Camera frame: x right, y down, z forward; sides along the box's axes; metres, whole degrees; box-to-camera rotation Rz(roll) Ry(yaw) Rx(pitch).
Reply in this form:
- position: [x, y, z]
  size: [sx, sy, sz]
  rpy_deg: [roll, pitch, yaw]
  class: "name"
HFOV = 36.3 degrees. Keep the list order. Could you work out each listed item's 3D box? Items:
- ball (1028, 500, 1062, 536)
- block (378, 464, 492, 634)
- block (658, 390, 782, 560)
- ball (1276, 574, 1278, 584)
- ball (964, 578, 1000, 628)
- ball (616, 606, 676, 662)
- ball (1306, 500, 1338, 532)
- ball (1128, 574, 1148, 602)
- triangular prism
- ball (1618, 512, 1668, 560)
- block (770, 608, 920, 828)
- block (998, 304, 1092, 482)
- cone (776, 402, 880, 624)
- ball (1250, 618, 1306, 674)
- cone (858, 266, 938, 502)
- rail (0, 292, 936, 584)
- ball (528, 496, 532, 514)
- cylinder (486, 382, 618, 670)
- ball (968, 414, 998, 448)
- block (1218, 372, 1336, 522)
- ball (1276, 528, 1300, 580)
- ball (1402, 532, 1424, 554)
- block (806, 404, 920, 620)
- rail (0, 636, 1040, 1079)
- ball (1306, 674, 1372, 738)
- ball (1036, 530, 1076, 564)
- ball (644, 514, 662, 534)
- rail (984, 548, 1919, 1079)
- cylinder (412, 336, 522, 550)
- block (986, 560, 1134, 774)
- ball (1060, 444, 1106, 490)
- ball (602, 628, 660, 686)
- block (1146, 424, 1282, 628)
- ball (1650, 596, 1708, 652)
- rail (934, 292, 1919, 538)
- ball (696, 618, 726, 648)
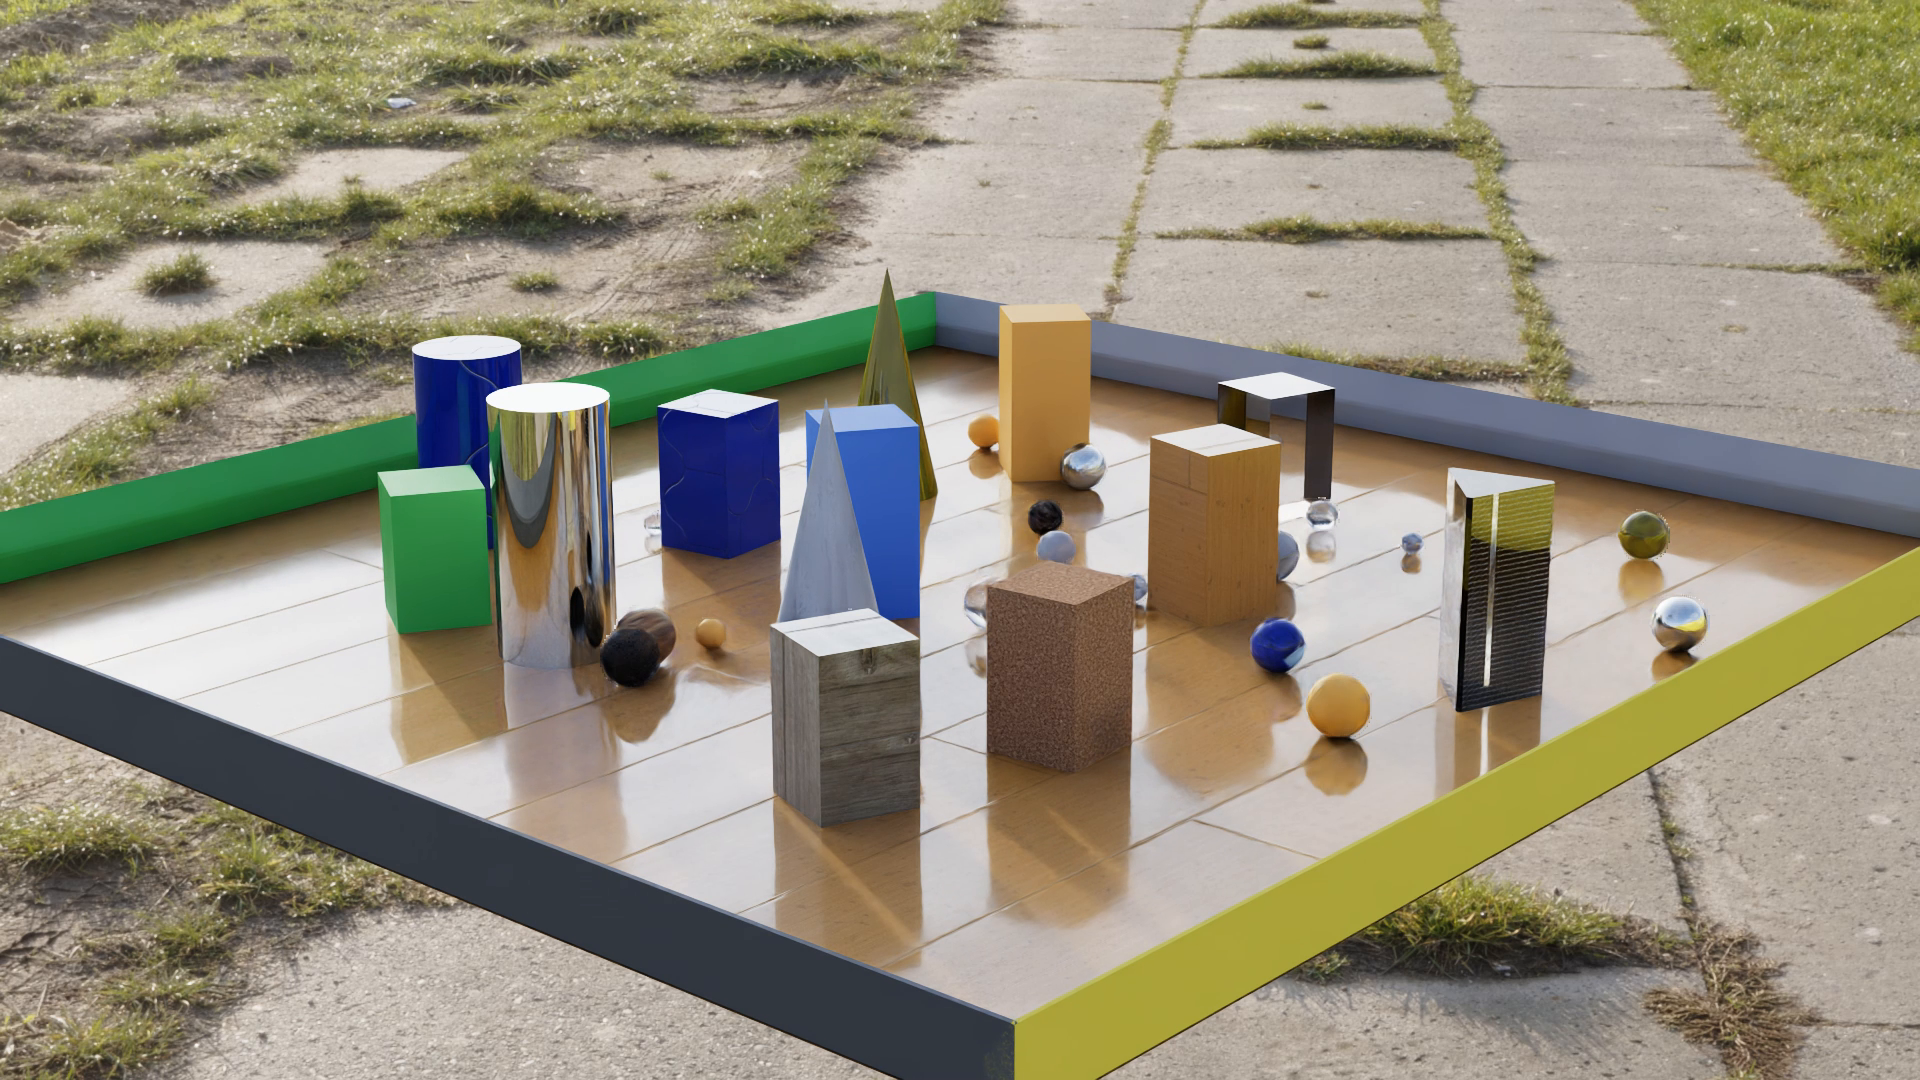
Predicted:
- position: [0.158, -0.042, 5.477]
  size: [0.066, 0.066, 0.066]
  rpy_deg: [0, 17, 0]
  class: "ball"
- position: [-0.894, 0.014, 4.989]
  size: [0.158, 0.240, 0.158]
  rpy_deg: [-5, 18, -18]
  class: "block"
- position: [-0.442, -0.123, 5.401]
  size: [0.158, 0.265, 0.158]
  rpy_deg: [11, 20, 32]
  class: "block"
- position: [0.522, 0.067, 5.118]
  size: [0.064, 0.064, 0.064]
  rpy_deg: [0, 17, 0]
  class: "ball"
- position: [0.050, 0.107, 4.945]
  size: [0.088, 0.088, 0.088]
  rpy_deg: [0, 17, 0]
  class: "ball"
- position: [-0.510, 0.156, 4.763]
  size: [0.098, 0.098, 0.098]
  rpy_deg: [0, 17, 0]
  class: "ball"
- position: [0.679, -0.046, 5.502]
  size: [0.059, 0.059, 0.059]
  rpy_deg: [0, 17, 0]
  class: "ball"
- position: [0.302, 0.082, 5.085]
  size: [0.048, 0.048, 0.048]
  rpy_deg: [0, 17, 0]
  class: "ball"
- position: [0.811, 0.071, 4.615]
  size: [0.171, 0.347, 0.148]
  rpy_deg: [-10, 19, -29]
  class: "triangular prism"
- position: [1.242, -0.008, 5.328]
  size: [0.088, 0.088, 0.088]
  rpy_deg: [0, 17, 0]
  class: "ball"
- position: [-0.164, 0.251, 4.178]
  size: [0.158, 0.254, 0.158]
  rpy_deg: [-9, 19, -27]
  class: "block"
- position: [0.168, -0.296, 5.873]
  size: [0.158, 0.324, 0.158]
  rpy_deg: [-2, 17, -8]
  class: "block"
- position: [-0.215, -0.020, 4.763]
  size: [0.197, 0.435, 0.197]
  rpy_deg: [0, 17, 0]
  class: "cone"
- position: [0.512, 0.170, 4.732]
  size: [0.089, 0.089, 0.089]
  rpy_deg: [0, 17, 0]
  class: "ball"
- position: [-0.140, -0.312, 5.706]
  size: [0.197, 0.450, 0.197]
  rpy_deg: [0, 17, 0]
  class: "cone"
- position: [-0.981, -0.214, 5.935]
  size: [0.045, 0.128, 2.862]
  rpy_deg: [14, 22, 39]
  class: "rail"
- position: [-0.840, -0.068, 5.594]
  size: [0.048, 0.048, 0.048]
  rpy_deg: [0, 17, 0]
  class: "ball"
- position: [-0.664, -0.025, 4.789]
  size: [0.197, 0.430, 0.197]
  rpy_deg: [0, 17, 0]
  class: "cylinder"
- position: [0.051, -0.225, 6.074]
  size: [0.072, 0.072, 0.072]
  rpy_deg: [0, 17, 0]
  class: "ball"
- position: [0.603, -0.179, 5.624]
  size: [0.158, 0.242, 0.158]
  rpy_deg: [-11, 20, -32]
  class: "block"
- position: [0.555, 0.026, 5.204]
  size: [0.094, 0.094, 0.094]
  rpy_deg: [0, 17, 0]
  class: "ball"
- position: [0.827, 0.005, 5.363]
  size: [0.041, 0.041, 0.041]
  rpy_deg: [0, 17, 0]
  class: "ball"
- position: [-0.166, -0.045, 5.017]
  size: [0.158, 0.337, 0.158]
  rpy_deg: [-5, 17, -16]
  class: "block"
- position: [-0.923, 0.339, 4.103]
  size: [2.645, 0.128, 0.045]
  rpy_deg: [14, 22, 39]
  class: "rail"
- position: [0.575, 0.251, 4.449]
  size: [0.098, 0.098, 0.098]
  rpy_deg: [0, 17, 0]
  class: "ball"
- position: [0.173, 0.018, 5.269]
  size: [0.071, 0.071, 0.071]
  rpy_deg: [0, 17, 0]
  class: "ball"
- position: [-0.571, -0.030, 5.481]
  size: [0.040, 0.040, 0.040]
  rpy_deg: [0, 17, 0]
  class: "ball"
- position: [0.981, 0.278, 4.305]
  size: [0.045, 0.128, 2.862]
  rpy_deg: [14, 22, 39]
  class: "rail"
- position: [-0.905, -0.181, 5.429]
  size: [0.197, 0.360, 0.197]
  rpy_deg: [0, 17, 0]
  class: "cylinder"
- position: [0.150, 0.187, 4.379]
  size: [0.158, 0.261, 0.158]
  rpy_deg: [12, 20, 34]
  class: "block"
- position: [0.241, -0.145, 5.776]
  size: [0.090, 0.090, 0.090]
  rpy_deg: [0, 17, 0]
  class: "ball"
- position: [-0.524, 0.186, 4.670]
  size: [0.094, 0.094, 0.094]
  rpy_deg: [0, 17, 0]
  class: "ball"
- position: [0.434, -0.027, 5.020]
  size: [0.158, 0.300, 0.158]
  rpy_deg: [-11, 20, -32]
  class: "block"
- position: [1.187, 0.138, 4.836]
  size: [0.092, 0.092, 0.092]
  rpy_deg: [0, 17, 0]
  class: "ball"
- position: [0.923, -0.275, 6.137]
  size: [2.645, 0.128, 0.045]
  rpy_deg: [14, 22, 39]
  class: "rail"
- position: [-0.411, 0.155, 4.850]
  size: [0.051, 0.051, 0.051]
  rpy_deg: [0, 17, 0]
  class: "ball"
